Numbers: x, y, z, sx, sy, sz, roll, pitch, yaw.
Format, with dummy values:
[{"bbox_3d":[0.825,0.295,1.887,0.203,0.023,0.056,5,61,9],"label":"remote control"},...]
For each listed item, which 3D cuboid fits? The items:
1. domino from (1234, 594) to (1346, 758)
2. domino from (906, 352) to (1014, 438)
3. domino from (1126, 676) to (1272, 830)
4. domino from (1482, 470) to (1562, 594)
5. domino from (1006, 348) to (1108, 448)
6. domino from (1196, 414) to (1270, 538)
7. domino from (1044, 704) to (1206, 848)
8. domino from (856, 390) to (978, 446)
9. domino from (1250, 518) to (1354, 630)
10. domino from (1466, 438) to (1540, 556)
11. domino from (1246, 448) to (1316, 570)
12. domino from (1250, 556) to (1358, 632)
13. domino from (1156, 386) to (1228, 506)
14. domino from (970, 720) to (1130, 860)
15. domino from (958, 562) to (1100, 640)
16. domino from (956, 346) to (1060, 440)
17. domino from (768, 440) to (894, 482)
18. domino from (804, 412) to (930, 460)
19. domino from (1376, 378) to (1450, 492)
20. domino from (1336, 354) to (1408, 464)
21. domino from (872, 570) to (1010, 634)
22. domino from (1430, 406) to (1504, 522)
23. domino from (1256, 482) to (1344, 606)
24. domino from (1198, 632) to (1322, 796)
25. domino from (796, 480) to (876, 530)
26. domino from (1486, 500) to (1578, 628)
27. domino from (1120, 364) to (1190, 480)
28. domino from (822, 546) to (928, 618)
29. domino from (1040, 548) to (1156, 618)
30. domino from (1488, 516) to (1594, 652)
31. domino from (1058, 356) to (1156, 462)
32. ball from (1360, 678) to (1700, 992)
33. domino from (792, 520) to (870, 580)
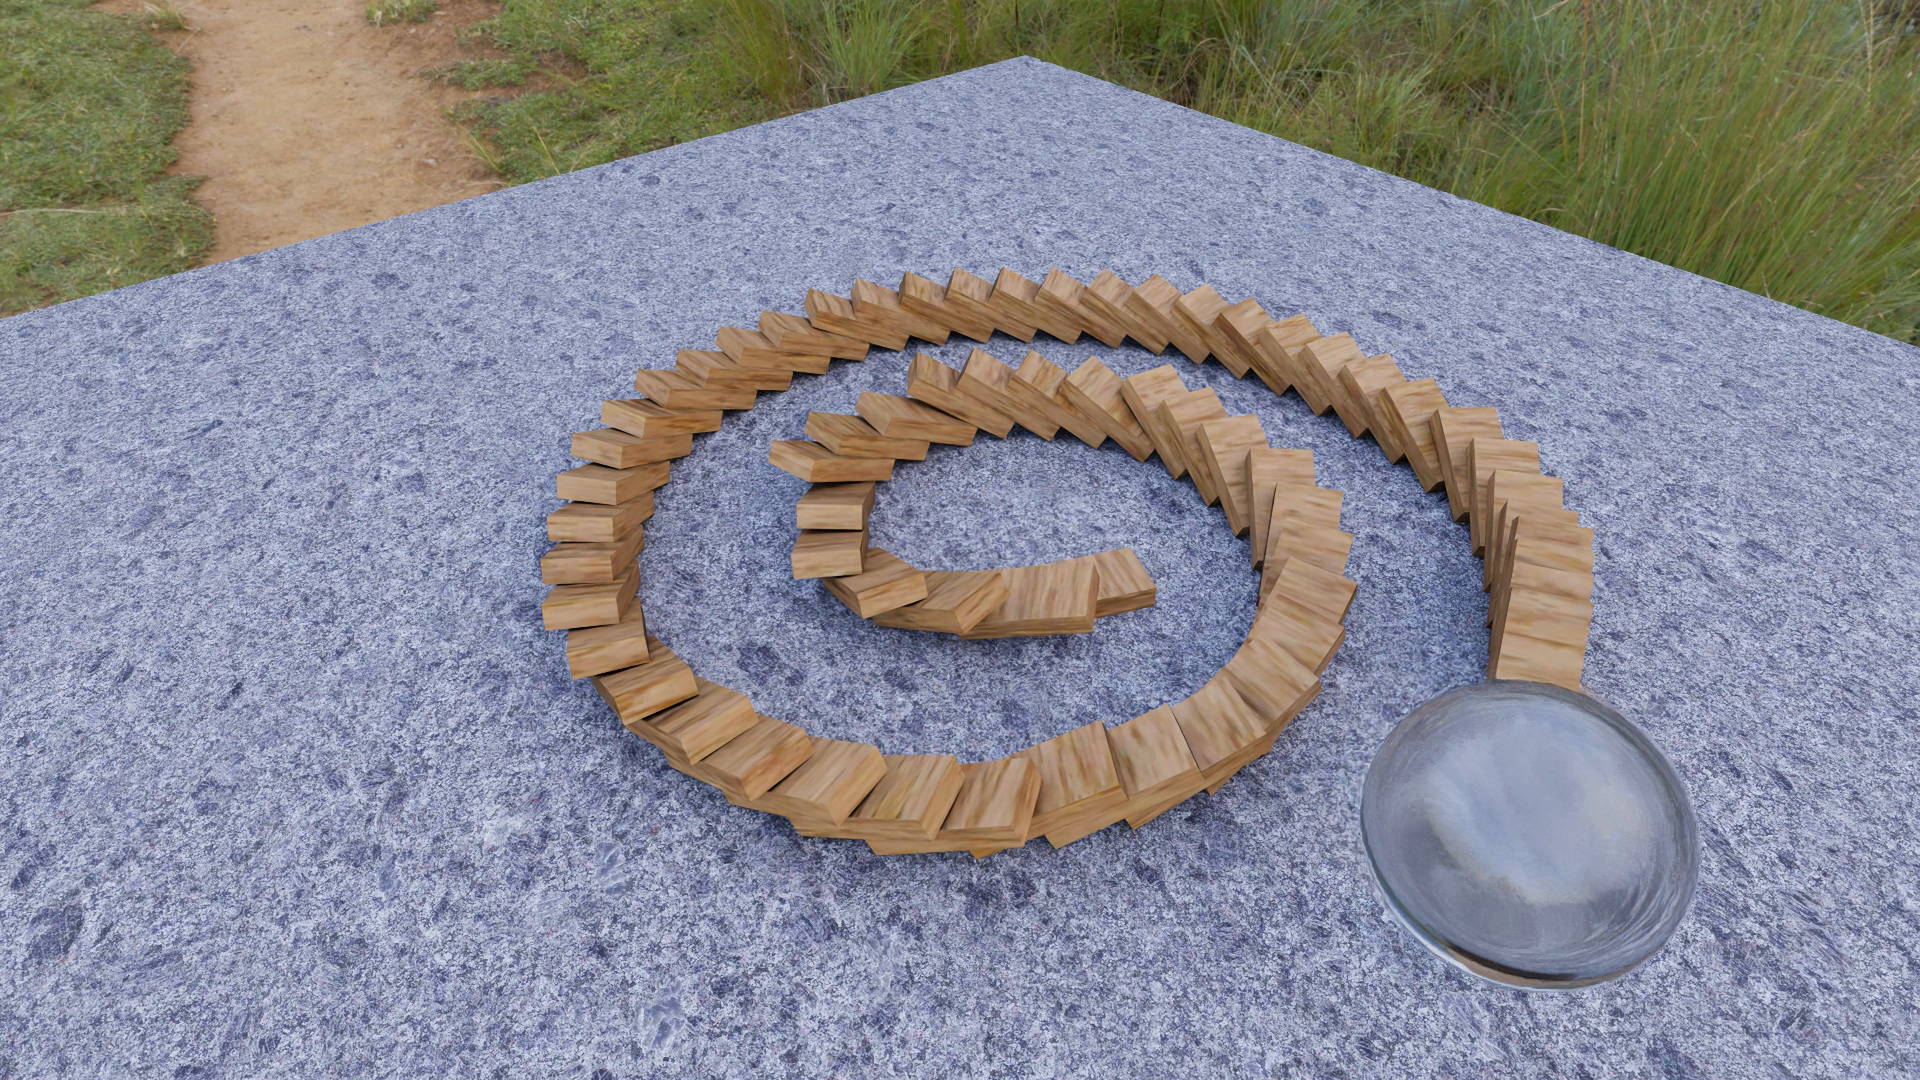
[{"bbox_3d":[0.105,0.045,0.371,0.025,0.010,0.050,31,75,32],"label":"domino"},{"bbox_3d":[0.000,-0.067,0.506,0.050,0.009,0.025,23,33,-17],"label":"domino"},{"bbox_3d":[0.069,0.067,0.346,0.050,0.010,0.025,-31,43,2],"label":"domino"},{"bbox_3d":[0.220,-0.002,0.430,0.025,0.010,0.050,10,66,11],"label":"domino"},{"bbox_3d":[0.047,-0.065,0.506,0.050,0.010,0.025,33,42,-3],"label":"domino"},{"bbox_3d":[0.119,-0.027,0.460,0.025,0.010,0.050,-10,67,-12],"label":"domino"},{"bbox_3d":[0.047,0.073,0.339,0.050,0.009,0.025,-26,40,7],"label":"domino"},{"bbox_3d":[-0.019,-0.054,0.493,0.050,0.009,0.025,2,30,-42],"label":"domino"},{"bbox_3d":[0.126,0.018,0.405,0.025,0.010,0.050,16,68,19],"label":"domino"},{"bbox_3d":[0.222,-0.017,0.448,0.025,0.009,0.050,6,65,7],"label":"domino"},{"bbox_3d":[0.130,-0.012,0.442,0.025,0.010,0.050,2,66,2],"label":"domino"},{"bbox_3d":[0.117,0.033,0.387,0.025,0.009,0.050,24,71,26],"label":"domino"},{"bbox_3d":[0.108,-0.041,0.476,0.025,0.010,0.050,-16,69,-20],"label":"domino"},{"bbox_3d":[0.024,0.076,0.335,0.050,0.010,0.025,-24,38,11],"label":"domino"},{"bbox_3d":[0.024,0.022,0.401,0.050,0.010,0.025,-5,46,22],"label":"domino"},{"bbox_3d":[0.024,-0.068,0.508,0.050,0.010,0.025,29,38,-9],"label":"domino"},{"bbox_3d":[-0.054,-0.034,0.466,0.025,0.009,0.050,25,18,33],"label":"domino"},{"bbox_3d":[-0.040,-0.045,0.481,0.050,0.009,0.025,0,27,-45],"label":"domino"},{"bbox_3d":[0.207,-0.047,0.485,0.025,0.010,0.050,-12,65,-14],"label":"domino"},{"bbox_3d":[0.196,-0.060,0.501,0.025,0.010,0.050,-16,67,-19],"label":"domino"},{"bbox_3d":[-0.009,0.022,0.399,0.050,0.009,0.025,0,30,49],"label":"domino"},{"bbox_3d":[0.219,-0.032,0.466,0.025,0.009,0.050,-1,65,-2],"label":"domino"},{"bbox_3d":[0.131,0.003,0.423,0.025,0.010,0.050,11,66,12],"label":"domino"},{"bbox_3d":[0.090,0.056,0.358,0.050,0.009,0.025,-41,51,-6],"label":"domino"},{"bbox_3d":[-0.049,-0.015,0.445,0.025,0.010,0.050,1,14,1],"label":"domino"},{"bbox_3d":[0.215,0.011,0.413,0.025,0.009,0.050,12,68,14],"label":"domino"},{"bbox_3d":[0.095,-0.053,0.491,0.025,0.010,0.050,-20,70,-25],"label":"domino"},{"bbox_3d":[-0.033,0.015,0.408,0.025,0.010,0.050,-18,17,-19],"label":"domino"},{"bbox_3d":[0.047,0.019,0.421,0.050,0.010,0.025,-11,41,-13],"label":"domino"},{"bbox_3d":[0.209,0.019,0.396,0.025,0.010,0.050,12,83,14],"label":"domino"},{"bbox_3d":[0.071,-0.060,0.500,0.050,0.010,0.025,41,49,6],"label":"domino"},{"bbox_3d":[0.149,0.077,0.293,0.080,0.080,0.080,0,39,0],"label":"ball"},{"bbox_3d":[-0.049,0.002,0.425,0.025,0.010,0.050,-4,16,0],"label":"domino"}]
